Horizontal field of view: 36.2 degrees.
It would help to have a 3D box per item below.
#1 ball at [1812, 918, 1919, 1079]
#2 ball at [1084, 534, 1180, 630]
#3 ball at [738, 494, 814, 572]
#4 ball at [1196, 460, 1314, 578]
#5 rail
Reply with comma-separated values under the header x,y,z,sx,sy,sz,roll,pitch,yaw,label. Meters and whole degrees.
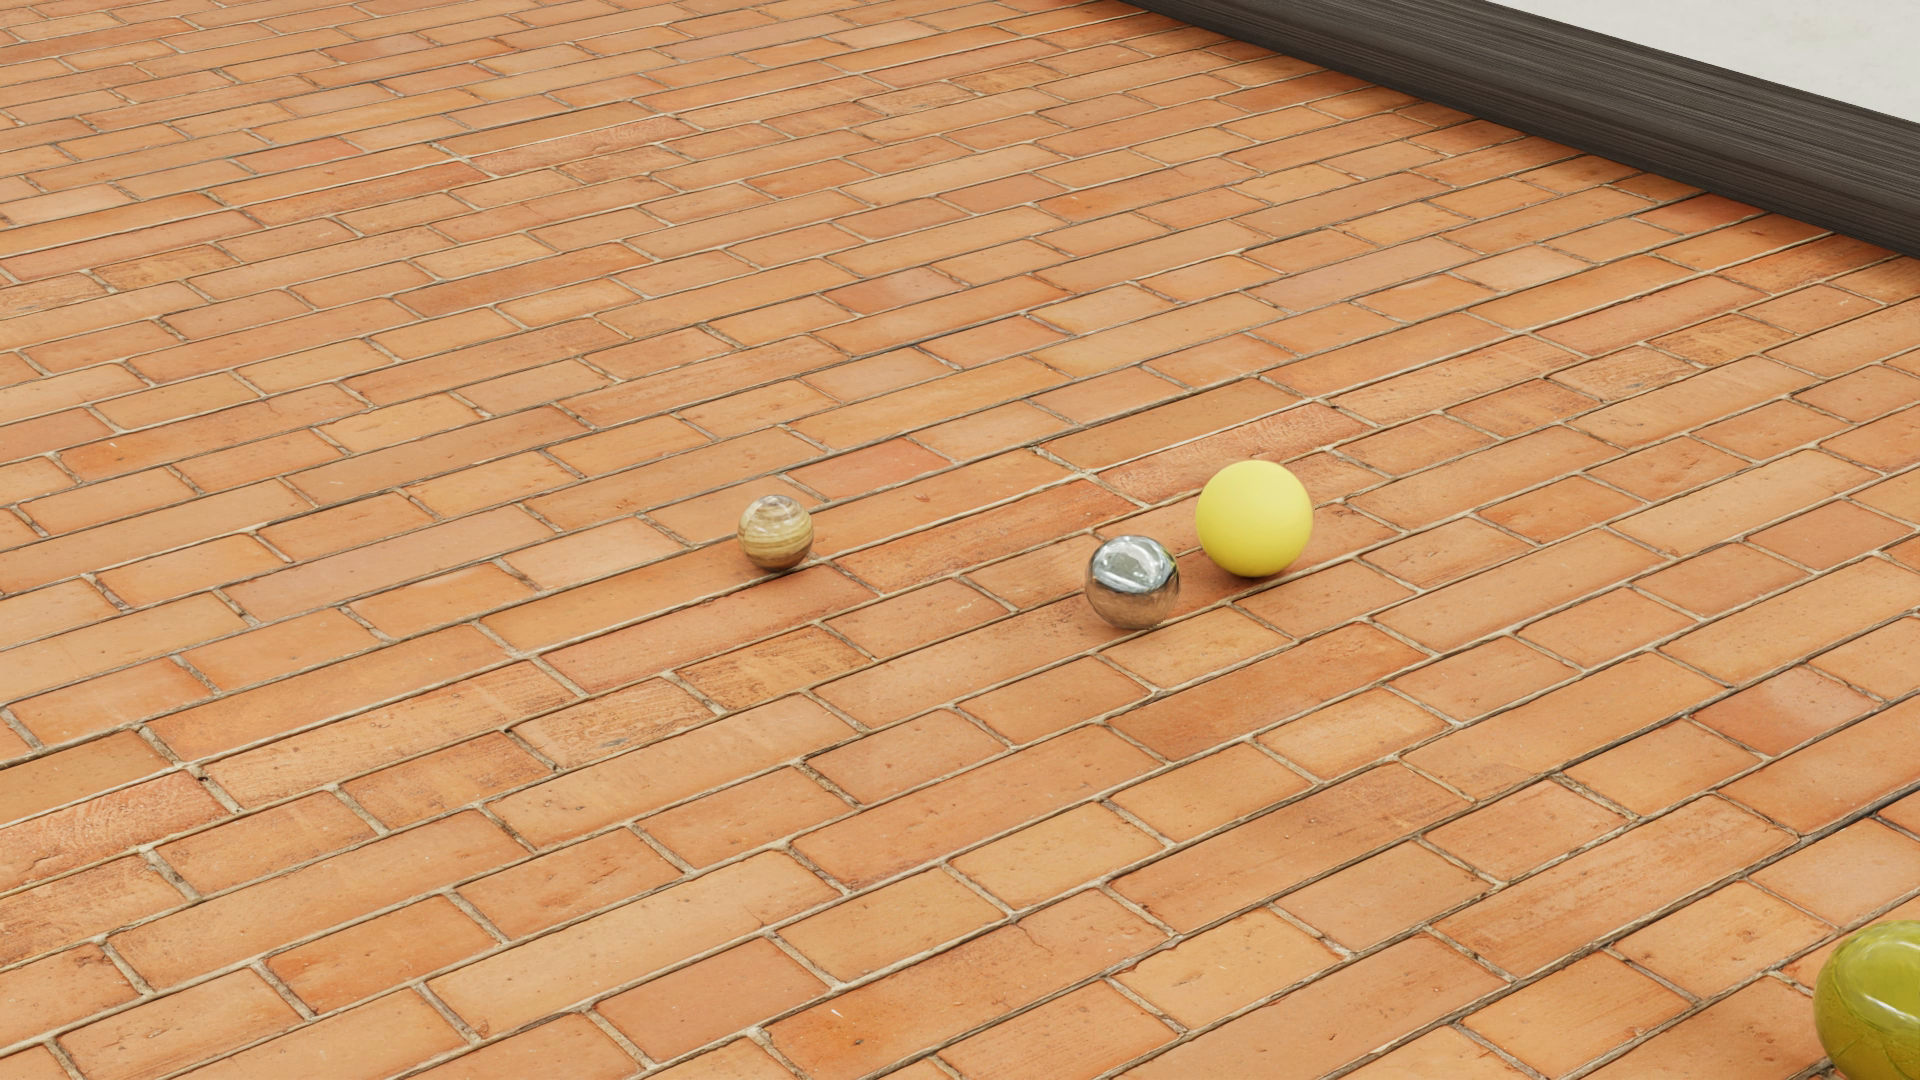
x,y,z,sx,sy,sz,roll,pitch,yaw,label
0.502,0.249,1.561,0.096,0.096,0.096,0,25,0,ball
0.120,0.029,2.058,0.067,0.067,0.067,0,25,0,ball
-0.134,-0.005,2.143,0.056,0.056,0.056,0,25,0,ball
0.213,-0.015,2.130,0.085,0.085,0.085,0,25,0,ball
0.251,-0.665,3.448,0.045,0.125,4.130,-18,31,-33,rail
